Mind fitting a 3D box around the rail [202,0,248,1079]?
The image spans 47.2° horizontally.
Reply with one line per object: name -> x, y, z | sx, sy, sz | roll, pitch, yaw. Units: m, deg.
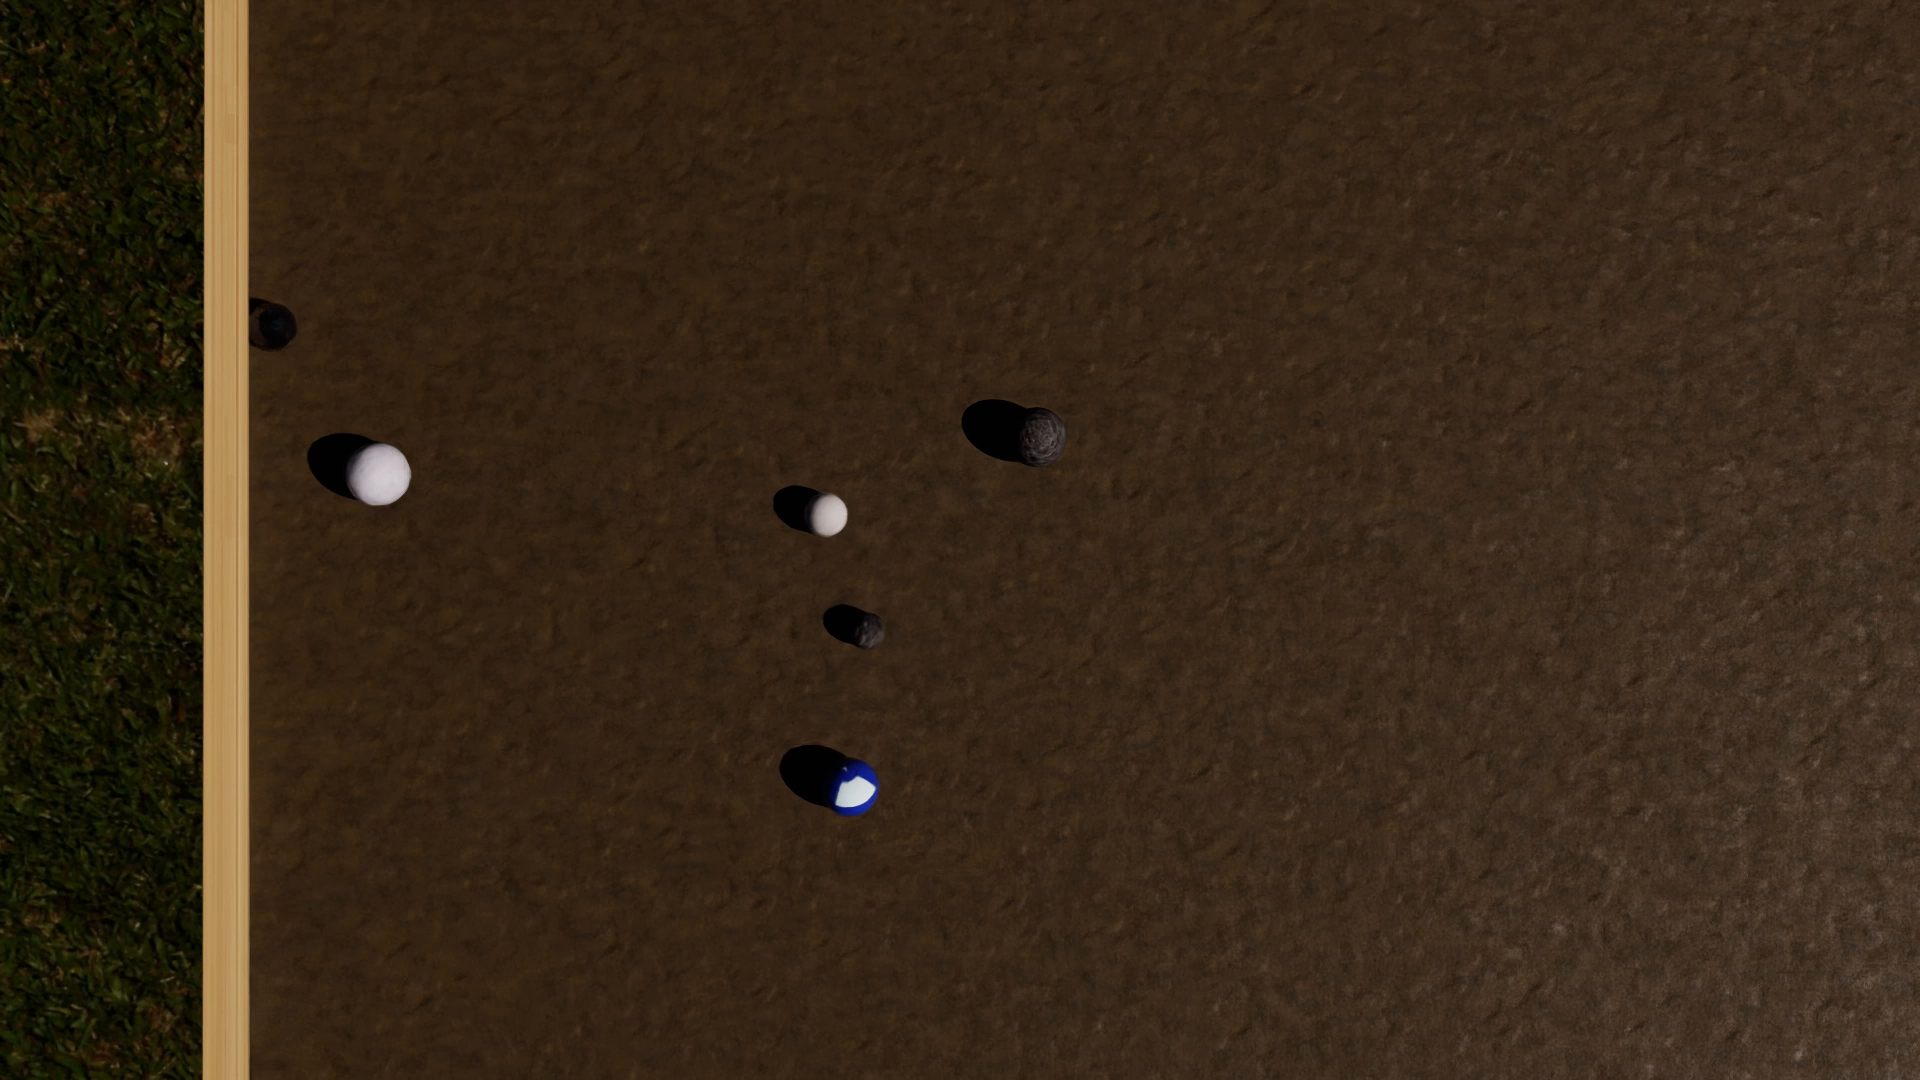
rail -> -1.065, 0.036, 3.222 | 0.045, 0.123, 2.431 | -2, 84, 0

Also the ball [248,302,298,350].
ball -> -1.028, -0.319, 3.289 | 0.072, 0.072, 0.072 | 0, 84, 0

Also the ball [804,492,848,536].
ball -> -0.199, -0.037, 3.261 | 0.065, 0.065, 0.065 | 0, 84, 0

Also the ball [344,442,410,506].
ball -> -0.861, -0.097, 3.253 | 0.095, 0.095, 0.095 | 0, 84, 0

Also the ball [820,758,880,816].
ball -> -0.160, 0.360, 3.206 | 0.085, 0.085, 0.085 | 0, 84, 0

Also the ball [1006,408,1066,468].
ball -> 0.114, -0.152, 3.262 | 0.089, 0.089, 0.089 | 0, 84, 0

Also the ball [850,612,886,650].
ball -> -0.137, 0.134, 3.247 | 0.055, 0.055, 0.055 | 0, 84, 0
